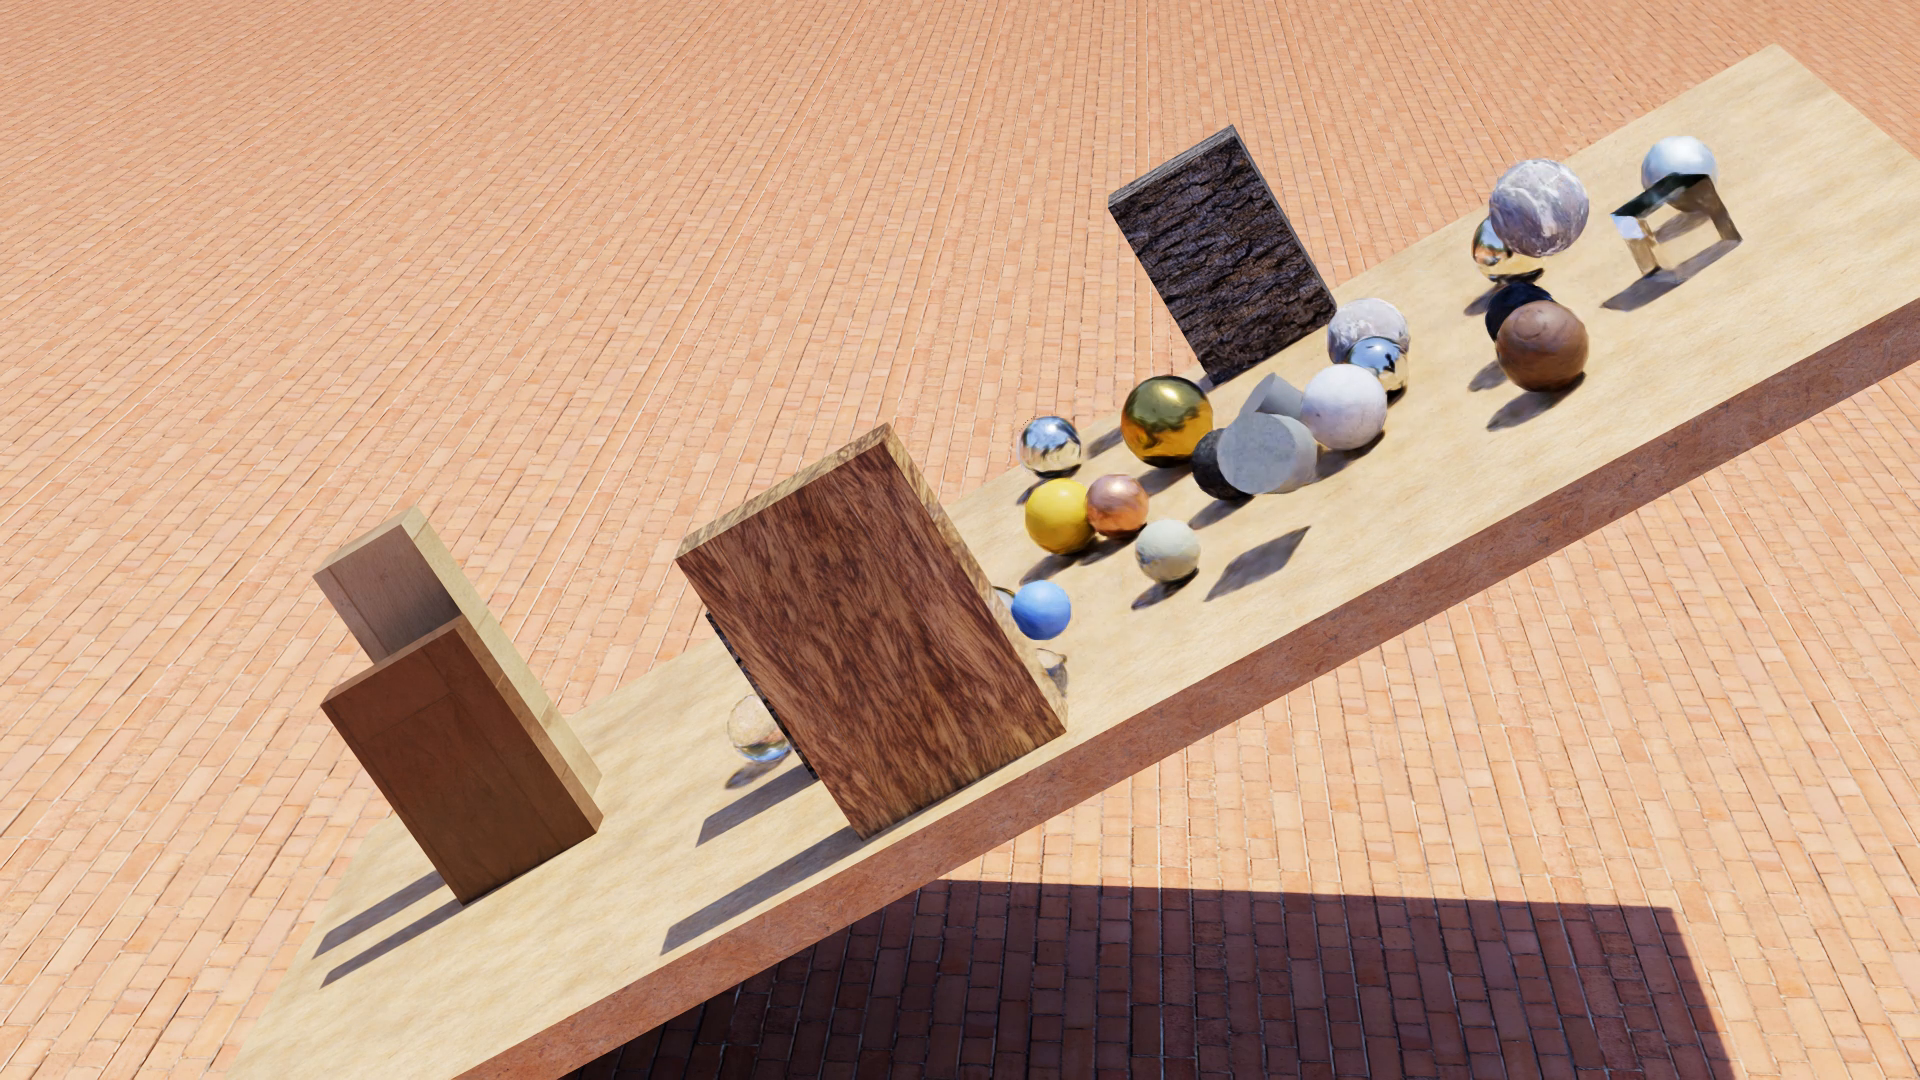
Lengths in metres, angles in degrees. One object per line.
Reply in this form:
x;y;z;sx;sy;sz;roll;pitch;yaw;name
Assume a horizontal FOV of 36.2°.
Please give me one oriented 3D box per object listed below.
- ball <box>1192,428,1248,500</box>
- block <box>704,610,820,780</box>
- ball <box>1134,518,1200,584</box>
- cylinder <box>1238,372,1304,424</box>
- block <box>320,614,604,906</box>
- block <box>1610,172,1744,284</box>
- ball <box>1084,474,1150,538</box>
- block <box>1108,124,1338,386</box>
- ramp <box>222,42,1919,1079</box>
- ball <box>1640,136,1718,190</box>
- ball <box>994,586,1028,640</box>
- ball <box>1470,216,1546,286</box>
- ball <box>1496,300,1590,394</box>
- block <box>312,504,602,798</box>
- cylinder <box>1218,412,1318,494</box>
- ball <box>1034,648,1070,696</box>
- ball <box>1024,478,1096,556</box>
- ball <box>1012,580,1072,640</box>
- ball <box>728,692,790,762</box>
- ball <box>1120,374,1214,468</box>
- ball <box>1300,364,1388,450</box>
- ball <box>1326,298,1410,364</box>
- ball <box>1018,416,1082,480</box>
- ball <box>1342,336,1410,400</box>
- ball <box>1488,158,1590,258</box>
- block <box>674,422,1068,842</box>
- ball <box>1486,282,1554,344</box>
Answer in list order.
0.548;-0.156;6.008;0.150;0.150;0.150;0;19;0;ball
-0.230;0.201;5.932;0.393;0.411;0.145;-29;15;13;block
0.407;0.022;5.764;0.129;0.129;0.129;0;19;0;ball
0.655;-0.251;6.001;0.130;0.130;0.130;34;16;-10;cylinder
-1.096;0.488;6.488;0.361;0.558;0.090;-29;15;13;block
1.394;-0.607;5.726;0.152;0.152;0.152;-34;15;-6;block
0.330;-0.072;6.205;0.138;0.138;0.138;0;19;0;ball
0.612;-0.660;6.830;0.332;0.493;0.139;-29;15;13;block
0.142;0.168;6.288;4.000;0.100;2.000;-29;15;13;ramp
1.473;-0.751;6.023;0.155;0.155;0.155;0;19;0;ball
0.070;0.168;5.940;0.148;0.148;0.148;0;19;0;ball
1.162;-0.619;6.228;0.159;0.159;0.159;0;19;0;ball
1.091;-0.362;5.511;0.173;0.173;0.173;0;19;0;ball
-1.143;0.314;6.726;0.246;0.772;0.143;-29;15;13;block
0.580;-0.162;5.549;0.153;0.153;0.153;8;3;22;cylinder
0.151;0.261;5.545;0.111;0.111;0.111;0;19;0;ball
0.219;-0.050;6.311;0.164;0.164;0.164;0;19;0;ball
0.158;0.138;5.721;0.117;0.117;0.117;0;19;0;ball
-0.418;0.395;6.215;0.147;0.147;0.147;0;19;0;ball
0.453;-0.258;6.428;0.205;0.205;0.205;0;19;0;ball
0.767;-0.265;5.867;0.173;0.173;0.173;0;19;0;ball
0.858;-0.422;6.180;0.176;0.176;0.176;0;19;0;ball
0.212;-0.217;6.898;0.149;0.149;0.149;0;19;0;ball
0.854;-0.352;6.040;0.137;0.137;0.137;0;19;0;ball
1.125;-0.645;5.718;0.191;0.191;0.191;0;19;0;ball
-0.156;0.173;5.409;0.443;0.644;0.125;-29;15;13;block
1.105;-0.434;5.777;0.143;0.143;0.143;0;19;0;ball
